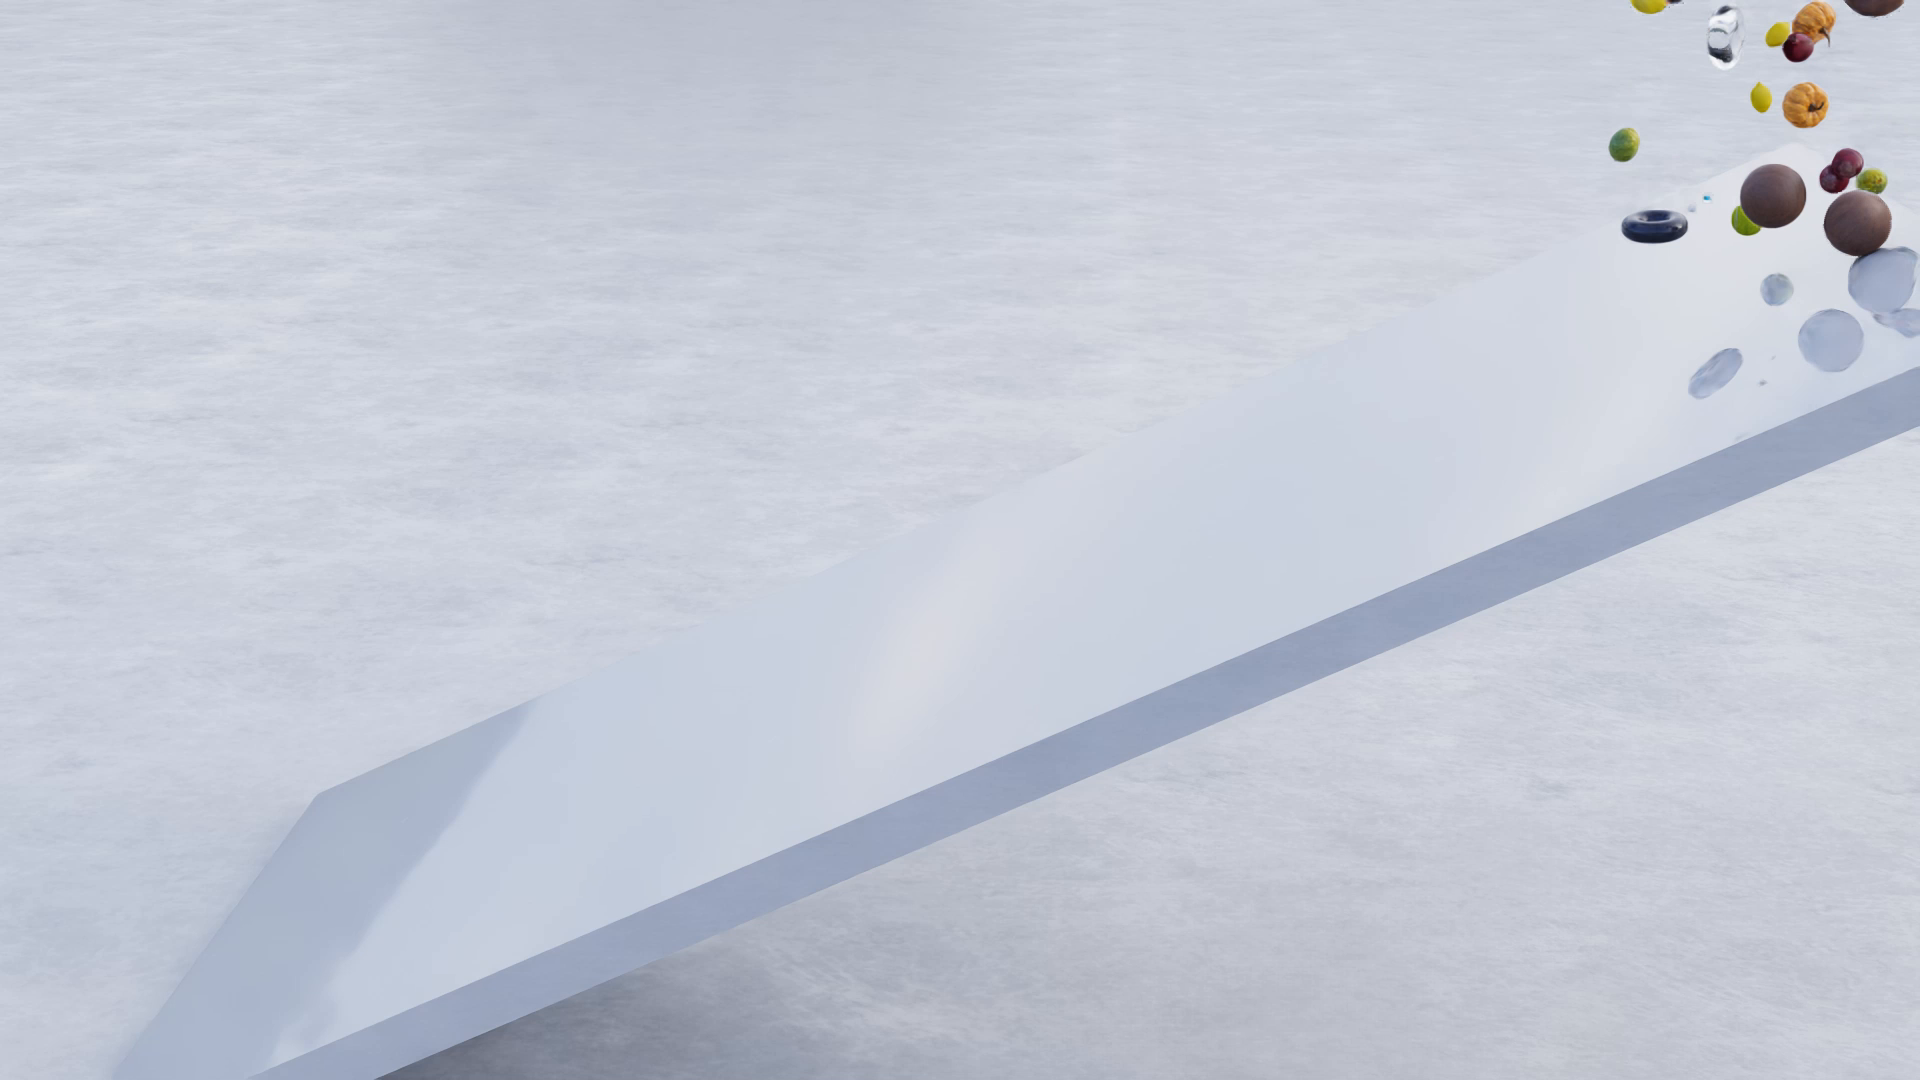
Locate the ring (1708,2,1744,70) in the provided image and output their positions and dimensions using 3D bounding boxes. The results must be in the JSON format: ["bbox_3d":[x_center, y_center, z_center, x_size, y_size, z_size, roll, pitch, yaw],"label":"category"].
[{"bbox_3d":[1.541,-1.013,5.916,0.045,0.134,0.134,8,18,32],"label":"ring"}]

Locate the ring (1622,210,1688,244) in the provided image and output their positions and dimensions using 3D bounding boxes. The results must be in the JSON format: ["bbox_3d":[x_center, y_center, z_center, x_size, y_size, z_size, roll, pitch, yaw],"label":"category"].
[{"bbox_3d":[1.426,-0.644,6.038,0.136,0.045,0.136,-5,22,2],"label":"ring"}]

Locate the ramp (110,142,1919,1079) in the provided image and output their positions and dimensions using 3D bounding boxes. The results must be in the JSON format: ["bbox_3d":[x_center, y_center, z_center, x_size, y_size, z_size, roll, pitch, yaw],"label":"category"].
[{"bbox_3d":[0.135,0.169,6.282,4.000,0.100,2.000,-24,13,9],"label":"ramp"}]
